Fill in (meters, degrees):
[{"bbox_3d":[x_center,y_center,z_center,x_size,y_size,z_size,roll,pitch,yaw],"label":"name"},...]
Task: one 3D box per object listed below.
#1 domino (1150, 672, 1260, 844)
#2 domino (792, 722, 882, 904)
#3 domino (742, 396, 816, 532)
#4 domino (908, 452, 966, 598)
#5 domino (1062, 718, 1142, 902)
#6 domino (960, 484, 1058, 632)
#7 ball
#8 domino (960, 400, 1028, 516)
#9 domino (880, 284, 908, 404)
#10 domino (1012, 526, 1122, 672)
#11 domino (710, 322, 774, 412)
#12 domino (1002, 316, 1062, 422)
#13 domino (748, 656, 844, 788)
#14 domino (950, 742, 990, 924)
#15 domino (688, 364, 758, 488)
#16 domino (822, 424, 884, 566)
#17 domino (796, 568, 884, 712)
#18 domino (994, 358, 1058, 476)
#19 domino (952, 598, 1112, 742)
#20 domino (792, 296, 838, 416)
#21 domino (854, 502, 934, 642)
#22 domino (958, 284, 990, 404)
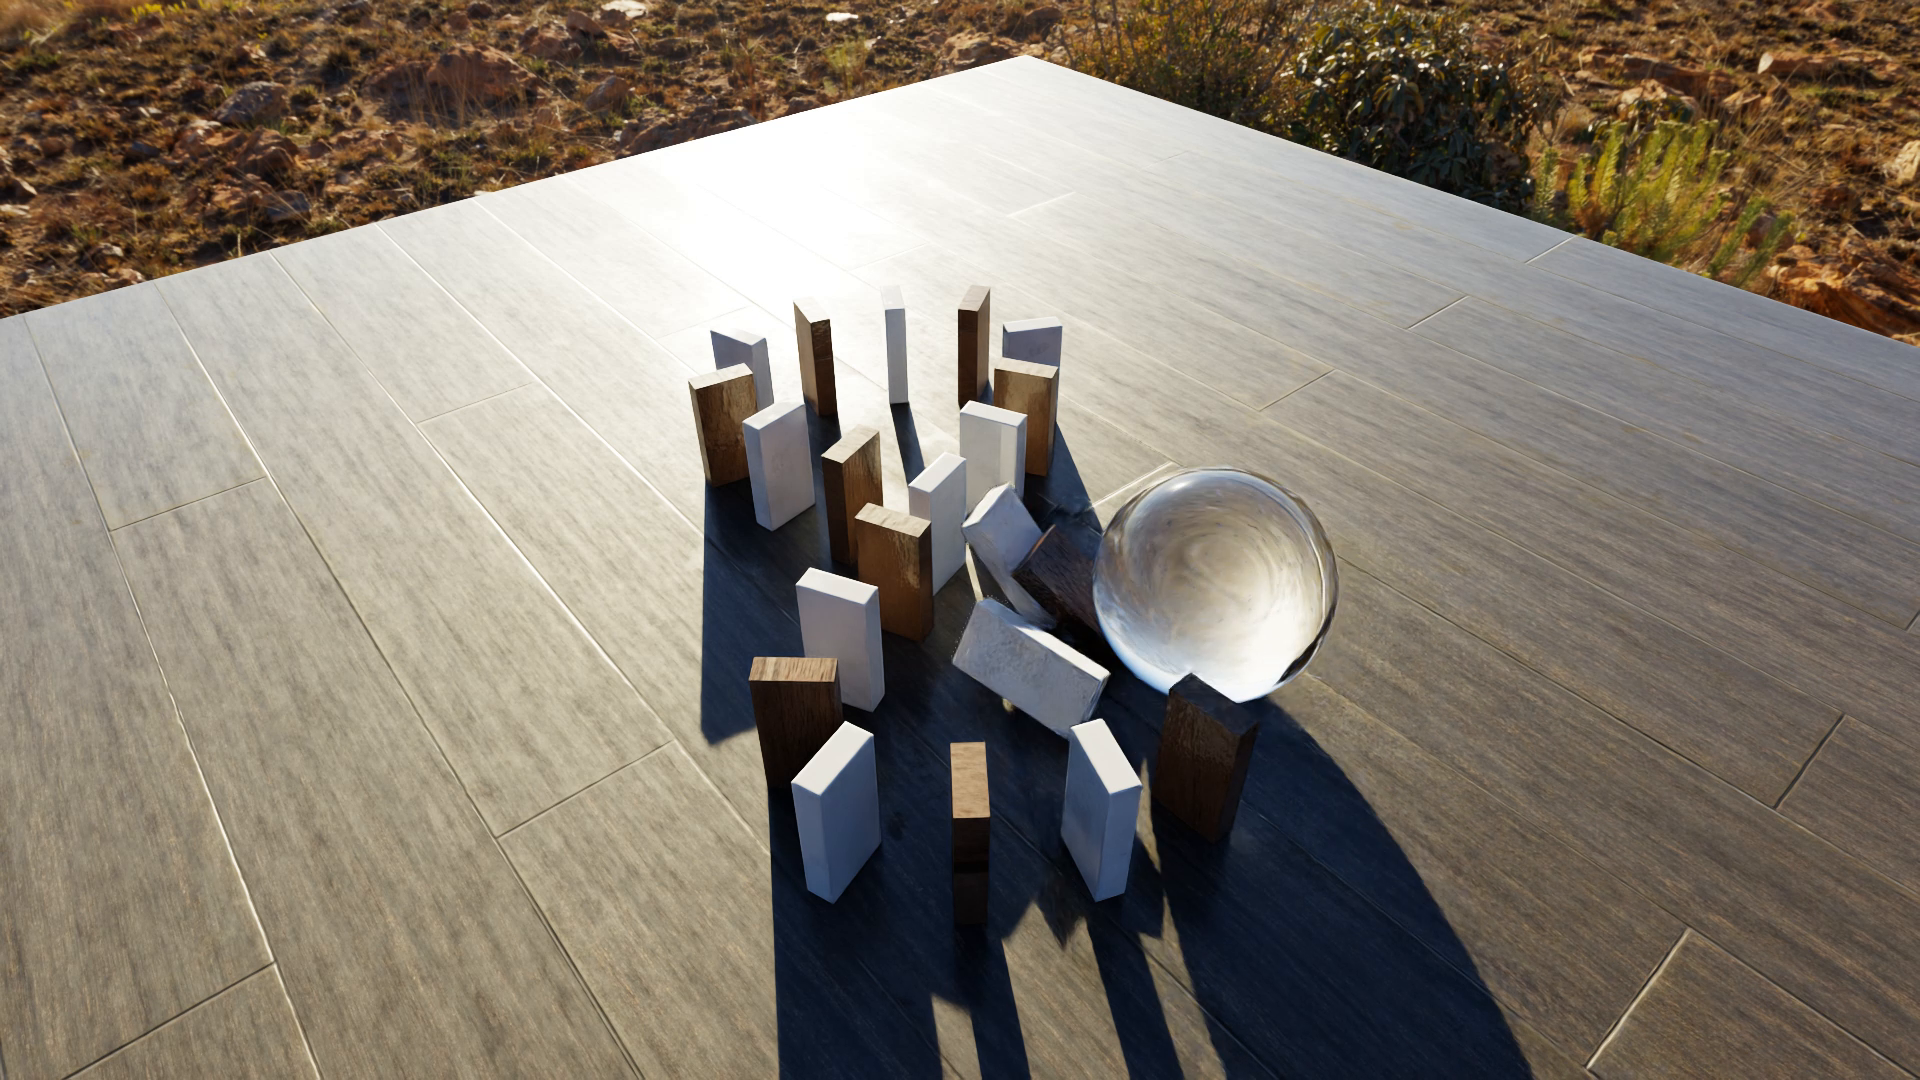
[{"bbox_3d":[0.073,0.066,0.331,0.009,0.050,0.025,-30,48,-31],"label":"domino"},{"bbox_3d":[-0.035,0.079,0.315,0.009,0.050,0.025,21,44,23],"label":"domino"},{"bbox_3d":[-0.073,-0.031,0.449,0.009,0.050,0.025,28,47,30],"label":"domino"},{"bbox_3d":[-0.008,-0.006,0.418,0.009,0.050,0.025,21,44,24],"label":"domino"},{"bbox_3d":[0.040,0.078,0.316,0.010,0.050,0.025,-13,41,-15],"label":"domino"},{"bbox_3d":[0.023,0.007,0.404,0.010,0.050,0.025,-19,23,43],"label":"domino"},{"bbox_3d":[0.084,0.015,0.367,0.080,0.080,0.080,0,39,0],"label":"ball"},{"bbox_3d":[0.013,-0.030,0.449,0.025,0.050,0.009,17,42,19],"label":"domino"},{"bbox_3d":[-0.031,-0.093,0.525,0.010,0.050,0.025,-6,40,-7],"label":"domino"},{"bbox_3d":[0.044,0.021,0.397,0.050,0.010,0.025,44,47,-4],"label":"domino"},{"bbox_3d":[-0.097,-0.071,0.498,0.025,0.050,0.010,23,45,26],"label":"domino"},{"bbox_3d":[0.032,-0.077,0.505,0.025,0.050,0.010,-9,40,-11],"label":"domino"},{"bbox_3d":[-0.049,0.058,0.341,0.025,0.050,0.009,1,39,1],"label":"domino"},{"bbox_3d":[0.003,0.083,0.310,0.010,0.050,0.025,-1,39,-2],"label":"domino"},{"bbox_3d":[-0.099,-0.049,0.471,0.025,0.050,0.010,-21,44,-23],"label":"domino"},{"bbox_3d":[-0.041,-0.018,0.433,0.009,0.050,0.025,20,43,23],"label":"domino"},{"bbox_3d":[-0.040,0.034,0.370,0.025,0.050,0.010,15,42,18],"label":"domino"},{"bbox_3d":[0.028,-0.053,0.476,0.025,0.050,0.009,12,41,15],"label":"domino"},{"bbox_3d":[0.023,0.043,0.372,0.050,0.025,0.009,31,24,23],"label":"domino"},{"bbox_3d":[-0.068,-0.086,0.517,0.009,0.050,0.025,-17,42,-19],"label":"domino"},{"bbox_3d":[-0.023,0.012,0.396,0.025,0.050,0.009,17,42,20],"label":"domino"},{"bbox_3d":[0.007,-0.093,0.525,0.009,0.050,0.025,9,40,11],"label":"domino"}]
